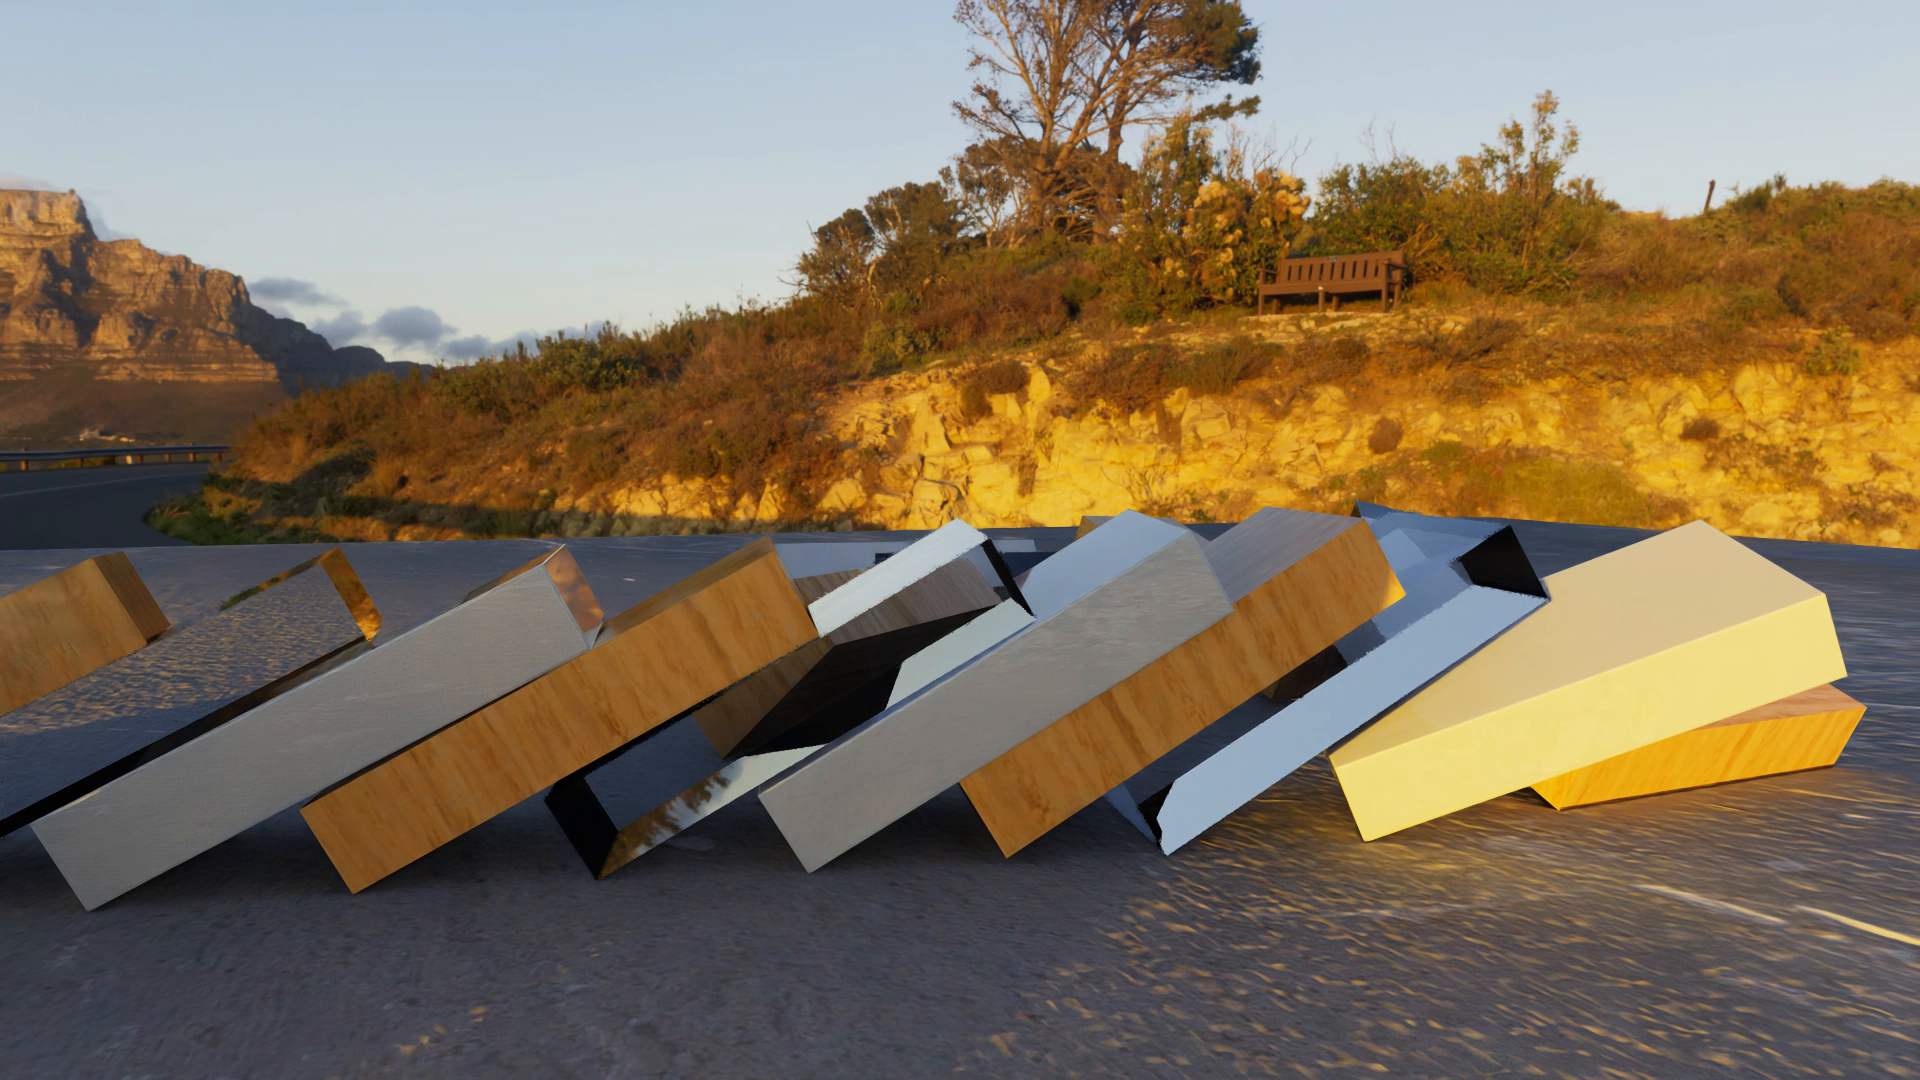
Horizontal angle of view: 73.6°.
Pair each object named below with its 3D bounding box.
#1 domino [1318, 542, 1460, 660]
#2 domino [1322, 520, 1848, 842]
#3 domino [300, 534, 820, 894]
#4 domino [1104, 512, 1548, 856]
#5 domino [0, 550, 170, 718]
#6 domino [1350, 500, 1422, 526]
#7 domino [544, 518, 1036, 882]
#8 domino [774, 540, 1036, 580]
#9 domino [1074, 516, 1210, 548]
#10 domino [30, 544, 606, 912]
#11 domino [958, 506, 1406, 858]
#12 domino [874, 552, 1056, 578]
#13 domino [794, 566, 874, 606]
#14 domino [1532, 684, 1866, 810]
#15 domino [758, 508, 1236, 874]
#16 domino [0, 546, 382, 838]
[{"bbox_3d":[0.073,0.012,0.226,0.025,0.009,0.050,10,20,-3],"label":"domino"},{"bbox_3d":[0.065,0.015,0.143,0.050,0.009,0.025,-22,15,10],"label":"domino"},{"bbox_3d":[-0.040,0.016,0.136,0.050,0.009,0.025,-29,8,-6],"label":"domino"},{"bbox_3d":[0.038,0.015,0.147,0.050,0.009,0.025,-32,9,-7],"label":"domino"},{"bbox_3d":[-0.105,0.017,0.122,0.050,0.009,0.025,-31,15,-23],"label":"domino"},{"bbox_3d":[0.076,0.011,0.202,0.025,0.009,0.050,13,28,3],"label":"domino"},{"bbox_3d":[-0.018,0.015,0.138,0.050,0.009,0.025,-30,9,-3],"label":"domino"},{"bbox_3d":[-0.012,0.012,0.234,0.050,0.025,0.009,-1,46,-12],"label":"domino"},{"bbox_3d":[0.046,0.010,0.242,0.025,0.010,0.050,1,25,-37],"label":"domino"},{"bbox_3d":[-0.062,0.017,0.132,0.050,0.009,0.025,-28,10,-9],"label":"domino"},{"bbox_3d":[0.021,0.014,0.144,0.050,0.009,0.025,-32,9,-6],"label":"domino"},{"bbox_3d":[0.001,0.015,0.177,0.025,0.009,0.050,0,-20,-4],"label":"domino"},{"bbox_3d":[-0.017,0.015,0.202,0.025,0.009,0.050,-45,-16,23],"label":"domino"},{"bbox_3d":[0.089,0.021,0.167,0.050,0.009,0.025,-2,29,-24],"label":"domino"},{"bbox_3d":[0.003,0.015,0.140,0.050,0.009,0.025,-31,9,-2],"label":"domino"},{"bbox_3d":[-0.085,0.017,0.129,0.050,0.009,0.025,-30,14,-18],"label":"domino"}]
